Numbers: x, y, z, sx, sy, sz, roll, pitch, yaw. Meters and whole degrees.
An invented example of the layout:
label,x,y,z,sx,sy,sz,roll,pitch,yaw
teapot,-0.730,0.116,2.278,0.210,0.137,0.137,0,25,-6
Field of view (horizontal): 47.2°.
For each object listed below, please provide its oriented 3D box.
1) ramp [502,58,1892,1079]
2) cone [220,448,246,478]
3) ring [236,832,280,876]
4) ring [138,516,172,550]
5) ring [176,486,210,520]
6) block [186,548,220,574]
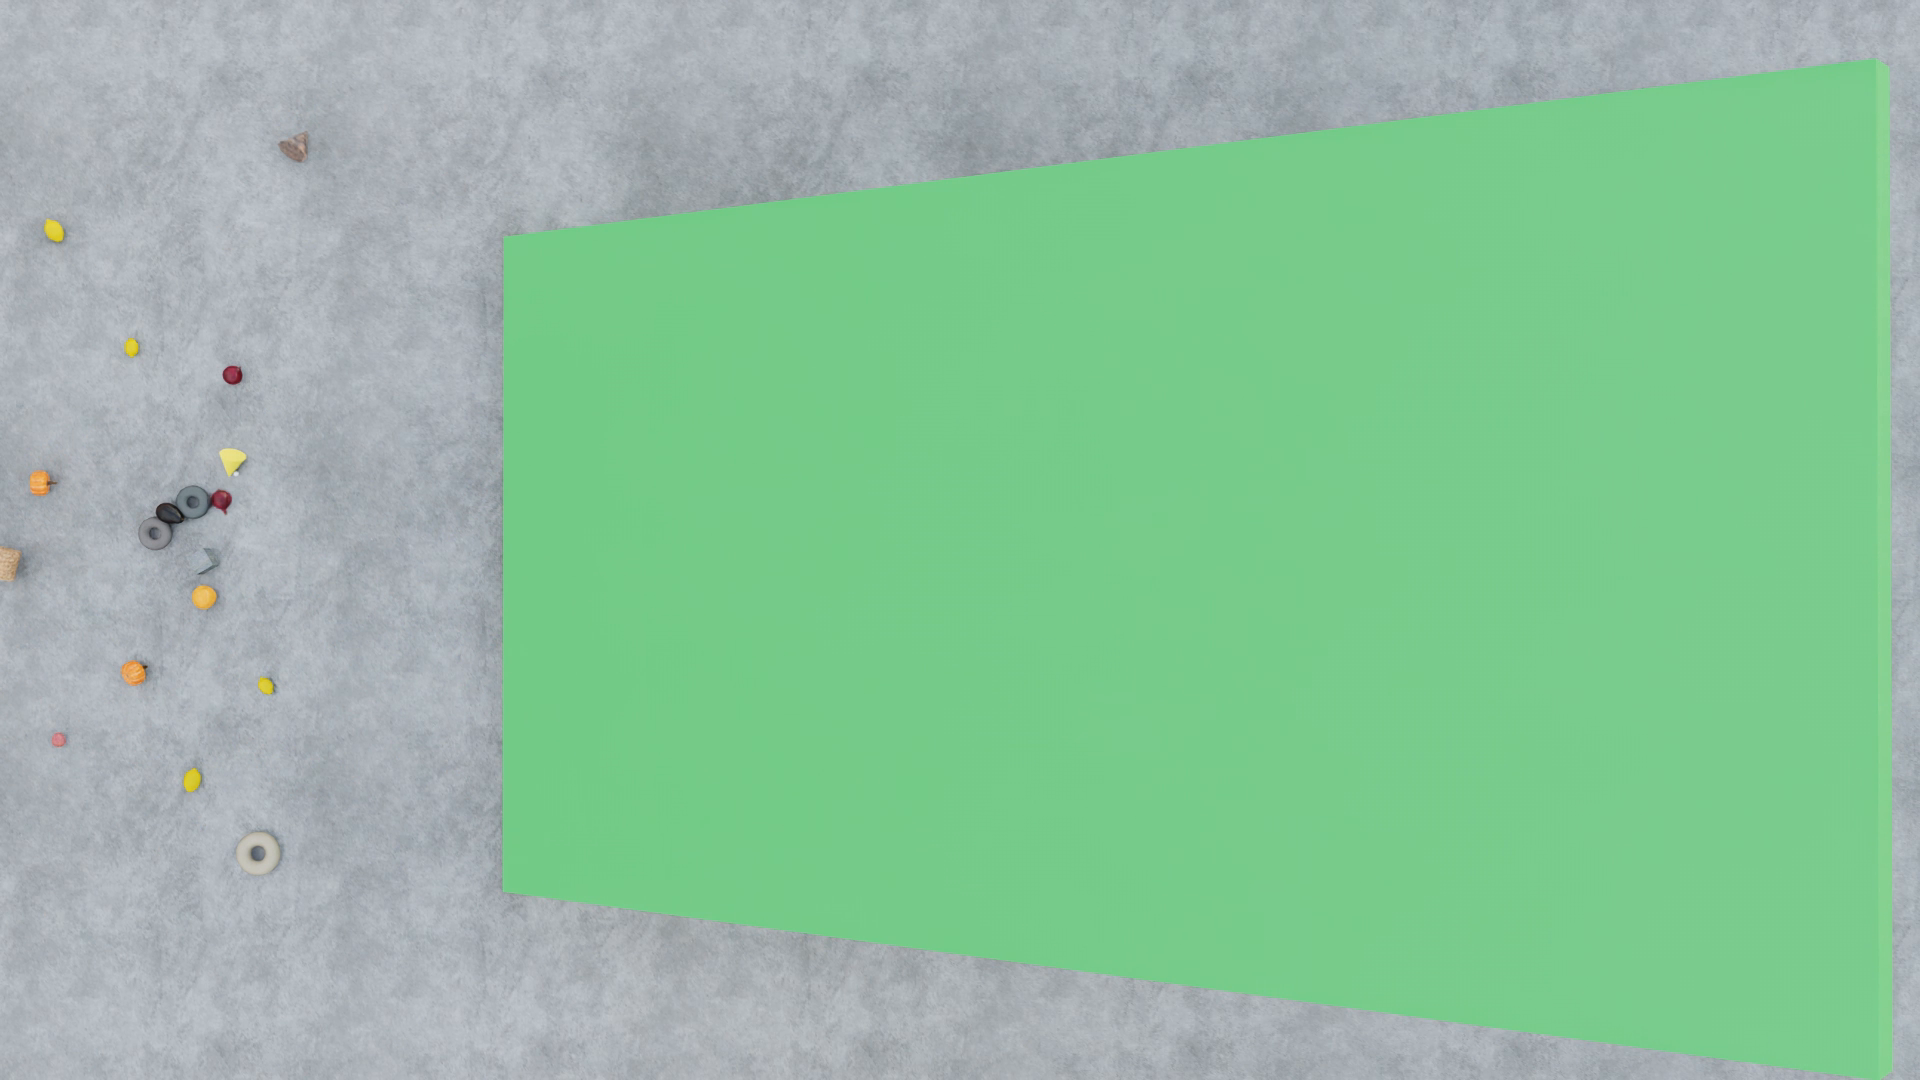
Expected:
label,x,y,z,sx,sy,sz,roll,pitch,yaw
ramp,0.230,0.065,5.549,4.000,0.100,2.000,0,89,37
cone,-2.248,-0.227,6.779,0.080,0.080,0.080,20,116,0
ring,-2.159,0.965,6.767,0.136,0.045,0.136,0,88,0
ring,-2.481,-0.020,6.778,0.104,0.035,0.104,0,91,0
ring,-2.365,-0.116,6.779,0.104,0.035,0.104,0,91,-1
block,-2.329,0.066,6.765,0.060,0.060,0.060,-31,90,0
